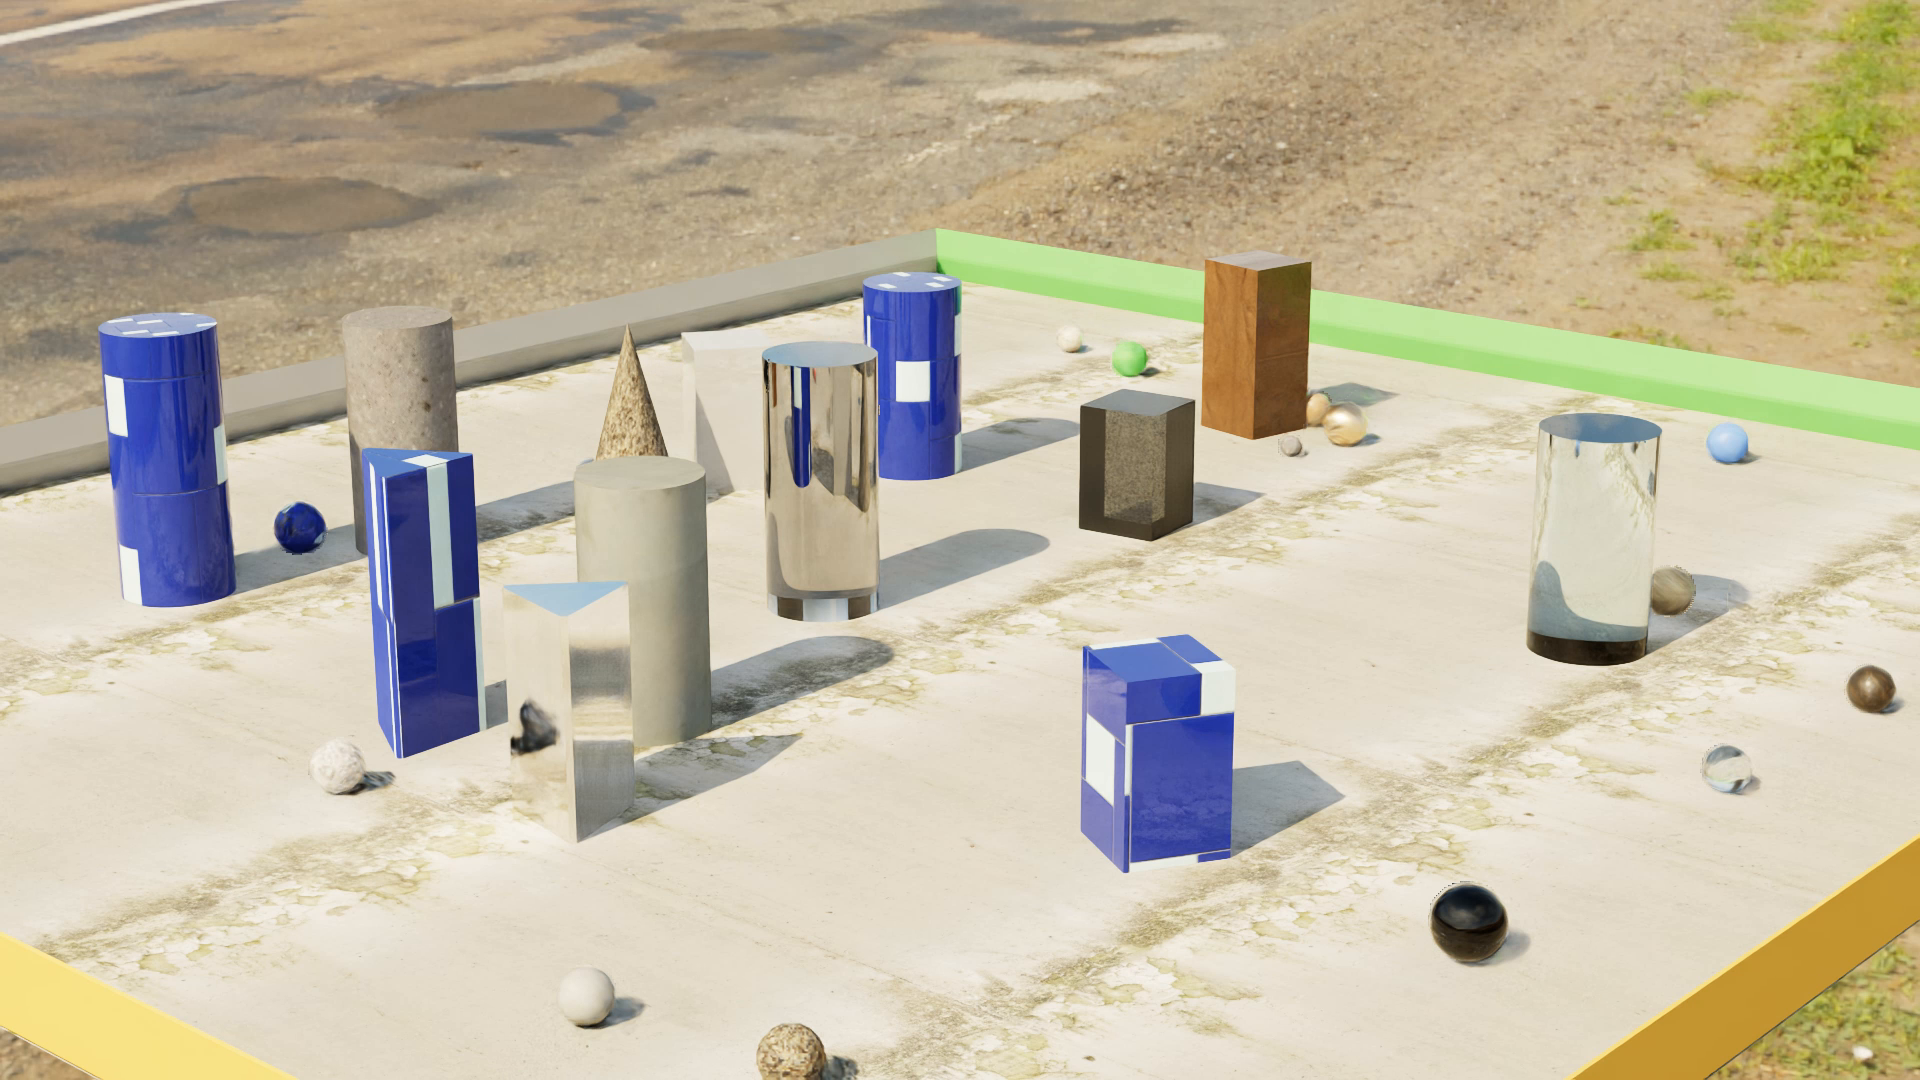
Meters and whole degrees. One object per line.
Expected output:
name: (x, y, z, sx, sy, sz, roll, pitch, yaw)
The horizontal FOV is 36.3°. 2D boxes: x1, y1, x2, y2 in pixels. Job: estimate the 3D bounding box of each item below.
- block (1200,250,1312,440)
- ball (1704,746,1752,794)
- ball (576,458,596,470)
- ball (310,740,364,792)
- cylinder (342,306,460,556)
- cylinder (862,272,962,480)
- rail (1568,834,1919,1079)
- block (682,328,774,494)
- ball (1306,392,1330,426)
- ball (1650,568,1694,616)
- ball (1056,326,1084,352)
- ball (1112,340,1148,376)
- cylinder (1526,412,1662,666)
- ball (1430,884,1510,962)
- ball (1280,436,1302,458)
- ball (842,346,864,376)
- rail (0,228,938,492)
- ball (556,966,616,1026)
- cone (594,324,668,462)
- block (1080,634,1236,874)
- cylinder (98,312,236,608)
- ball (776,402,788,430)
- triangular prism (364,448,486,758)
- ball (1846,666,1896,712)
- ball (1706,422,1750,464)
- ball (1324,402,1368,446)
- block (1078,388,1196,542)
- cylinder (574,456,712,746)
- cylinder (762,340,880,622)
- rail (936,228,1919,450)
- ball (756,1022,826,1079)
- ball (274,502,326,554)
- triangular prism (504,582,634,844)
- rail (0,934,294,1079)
block: (0.625, -0.414, 6.198, 0.158, 0.361, 0.158, -13, 21, -37)
ball: (1.109, 0.331, 4.234, 0.069, 0.069, 0.069, 0, 17, 0)
ball: (-0.722, -0.127, 5.755, 0.068, 0.068, 0.068, 0, 17, 0)
ball: (-0.899, 0.327, 4.235, 0.077, 0.077, 0.077, 0, 17, 0)
cylinder: (-1.019, -0.198, 5.367, 0.197, 0.428, 0.197, 0, 17, 0)
cylinder: (-0.095, -0.330, 5.882, 0.197, 0.383, 0.197, 0, 17, 0)
rail: (1.380, 0.378, 3.972, 0.045, 0.128, 4.071, 14, 22, 39)
block: (-0.457, -0.256, 5.803, 0.158, 0.288, 0.158, -4, 17, -14)
ball: (0.757, -0.280, 6.258, 0.070, 0.070, 0.070, 0, 17, 0)
ball: (1.213, 0.088, 5.018, 0.083, 0.083, 0.083, 0, 17, 0)
ball: (0.258, -0.474, 6.910, 0.065, 0.065, 0.065, 0, 17, 0)
ball: (0.386, -0.413, 6.679, 0.082, 0.082, 0.082, 0, 17, 0)
cylinder: (1.039, -0.003, 4.811, 0.197, 0.375, 0.197, 0, 17, 0)
ball: (0.640, 0.481, 3.684, 0.099, 0.099, 0.099, 0, 17, 0)
ball: (0.679, -0.192, 6.013, 0.044, 0.044, 0.044, 0, 17, 0)
ball: (-0.234, -0.408, 6.684, 0.070, 0.070, 0.070, 0, 17, 0)
rail: (-1.380, -0.314, 6.267, 0.045, 0.128, 4.071, 14, 22, 39)
ball: (-0.448, 0.547, 3.515, 0.070, 0.070, 0.070, 0, 17, 0)
cone: (-0.625, -0.231, 5.569, 0.197, 0.375, 0.197, 0, 17, 0)
block: (0.269, 0.290, 4.015, 0.158, 0.273, 0.158, -6, 18, -19)
cylinder: (-1.373, -0.140, 5.089, 0.197, 0.477, 0.197, 0, 17, 0)
ball: (-0.395, -0.264, 6.218, 0.063, 0.063, 0.063, 0, 17, 0)
triangular prism: (-0.837, 0.085, 4.414, 0.148, 0.436, 0.171, 14, 22, 38)
ball: (1.416, 0.231, 4.557, 0.073, 0.073, 0.073, 0, 17, 0)
ball: (1.561, -0.198, 5.963, 0.084, 0.084, 0.084, 0, 17, 0)
ball: (0.801, -0.242, 6.095, 0.093, 0.093, 0.093, 0, 17, 0)
block: (0.333, -0.142, 5.510, 0.158, 0.239, 0.158, 11, 20, 32)
cylinder: (-0.480, 0.091, 4.454, 0.197, 0.401, 0.197, 0, 17, 0)
cylinder: (-0.237, -0.102, 5.017, 0.197, 0.445, 0.197, 0, 17, 0)
rail: (1.319, -0.406, 6.574, 3.704, 0.128, 0.045, 14, 22, 39)
ball: (-0.193, 0.592, 3.351, 0.079, 0.079, 0.079, 0, 17, 0)
ball: (-1.208, -0.023, 5.364, 0.094, 0.094, 0.094, 0, 17, 0)
triangular prism: (-0.527, 0.230, 4.116, 0.148, 0.331, 0.171, -12, 21, -35)
rail: (-1.319, 0.470, 3.665, 3.704, 0.128, 0.045, 14, 22, 39)
